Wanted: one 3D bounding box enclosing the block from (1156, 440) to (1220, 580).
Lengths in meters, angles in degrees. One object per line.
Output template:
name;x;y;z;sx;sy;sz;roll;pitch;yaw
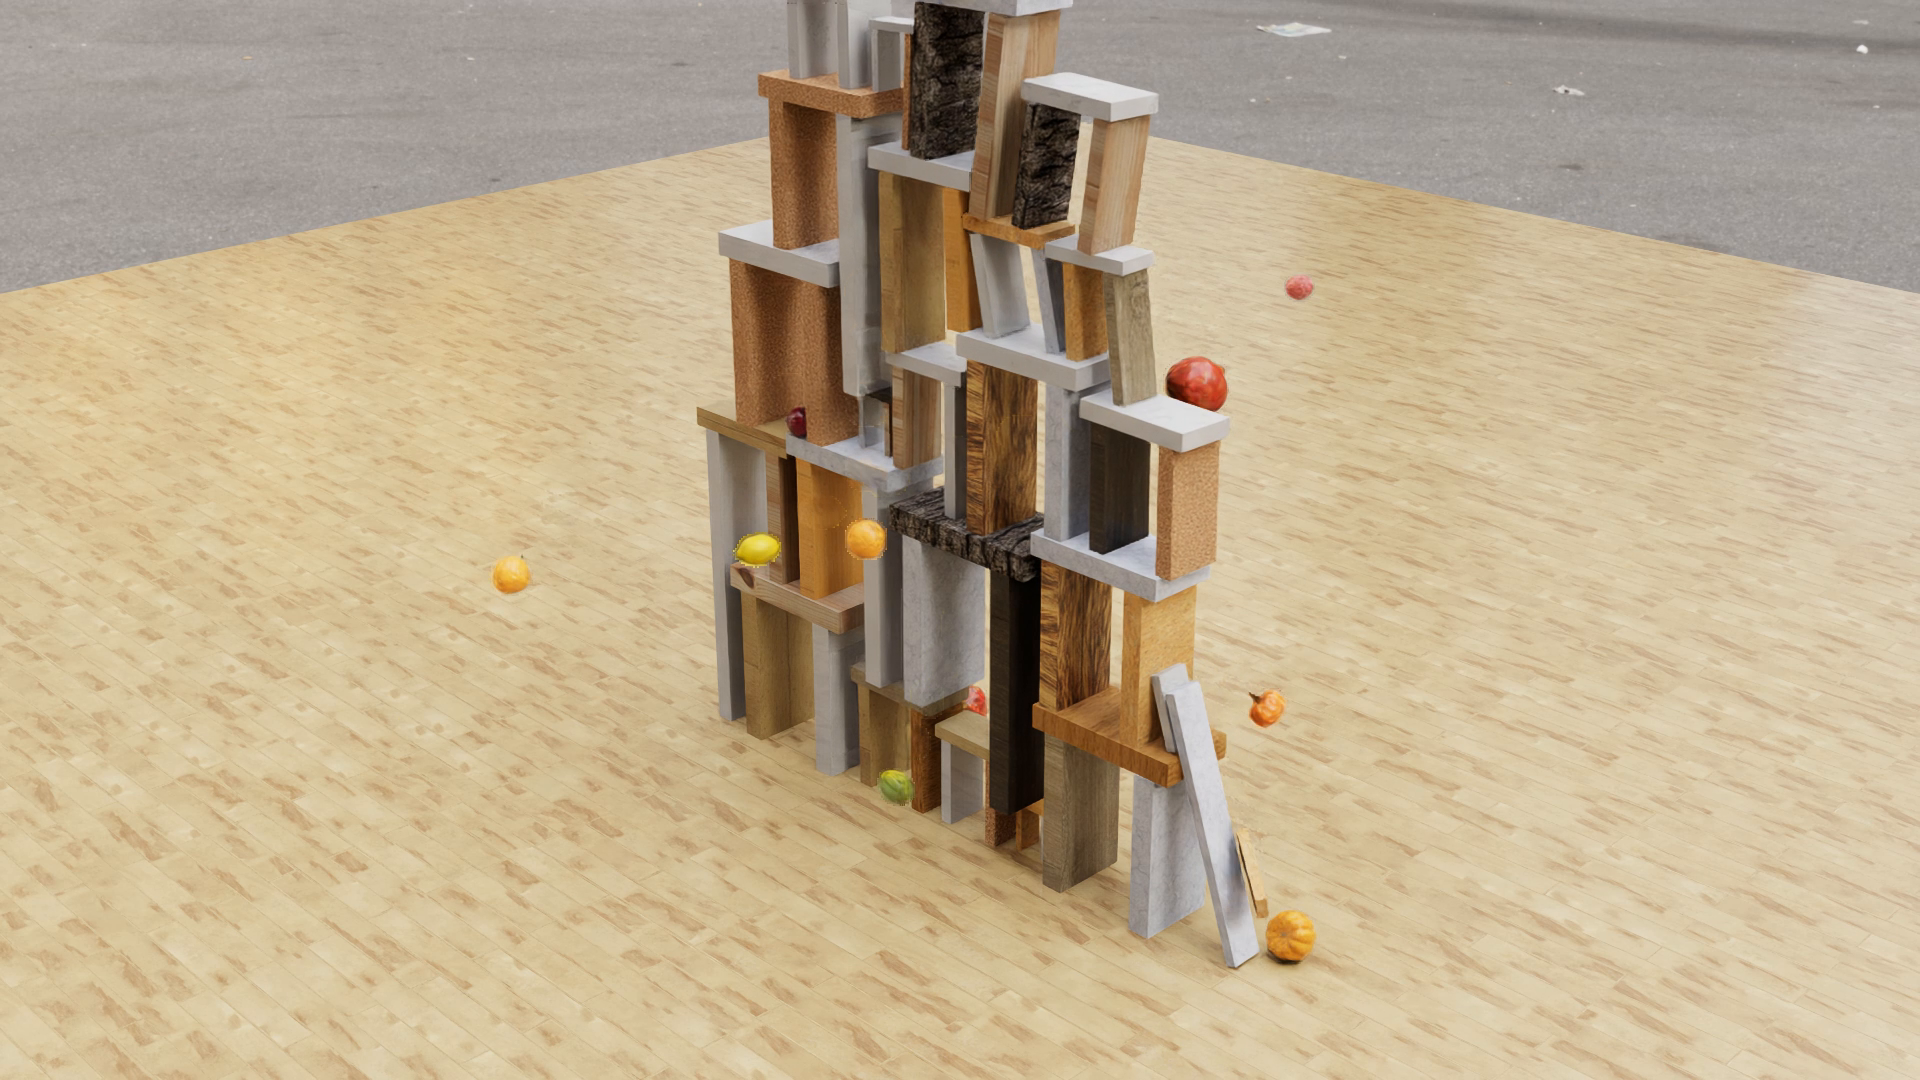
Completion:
block;0.391;-0.061;3.771;0.120;0.240;0.034;-20;30;-39

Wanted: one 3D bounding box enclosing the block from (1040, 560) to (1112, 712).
block;0.214;0.156;4.056;0.148;0.297;0.042;-21;31;-41

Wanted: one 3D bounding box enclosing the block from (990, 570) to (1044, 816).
block;0.137;0.267;4.194;0.178;0.501;0.050;-21;31;-41

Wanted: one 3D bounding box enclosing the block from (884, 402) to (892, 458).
block;-0.121;-0.221;4.264;0.056;0.112;0.016;-21;31;-39

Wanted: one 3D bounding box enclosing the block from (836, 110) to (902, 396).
block;-0.160;-0.547;4.160;0.145;0.539;0.041;-21;31;-40

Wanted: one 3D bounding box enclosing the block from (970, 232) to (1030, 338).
block;0.073;-0.464;3.937;0.093;0.185;0.026;-23;21;-40

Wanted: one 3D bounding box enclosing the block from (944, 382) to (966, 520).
block;0.017;-0.180;4.133;0.029;0.268;0.102;21;31;41

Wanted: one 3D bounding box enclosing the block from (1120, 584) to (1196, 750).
block;0.354;0.210;3.927;0.149;0.297;0.042;-21;31;-40

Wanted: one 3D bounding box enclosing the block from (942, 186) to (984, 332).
block;0.032;-0.517;3.971;0.037;0.261;0.131;19;30;41

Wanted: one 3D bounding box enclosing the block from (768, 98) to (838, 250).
block;-0.295;-0.716;4.238;0.145;0.290;0.041;-21;31;-40

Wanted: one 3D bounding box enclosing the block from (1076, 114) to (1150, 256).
block;0.258;-0.602;3.694;0.031;0.233;0.109;30;36;36

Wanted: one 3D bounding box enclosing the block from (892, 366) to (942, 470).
block;-0.082;-0.245;4.205;0.029;0.203;0.102;22;31;40

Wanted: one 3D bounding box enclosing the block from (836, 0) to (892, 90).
block;-0.173;-0.935;4.008;0.106;0.212;0.030;-21;31;-40

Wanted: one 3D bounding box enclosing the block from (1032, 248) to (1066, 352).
block;0.175;-0.430;3.858;0.026;0.185;0.093;3;21;36

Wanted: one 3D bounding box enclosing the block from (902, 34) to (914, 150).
block;-0.077;-0.811;3.963;0.055;0.207;0.016;-19;31;-41

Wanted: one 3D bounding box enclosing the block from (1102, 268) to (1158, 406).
block;0.291;-0.353;3.766;0.086;0.230;0.024;-21;22;-39

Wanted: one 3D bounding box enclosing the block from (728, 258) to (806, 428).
block;-0.383;-0.417;4.468;0.165;0.347;0.047;-21;31;-40

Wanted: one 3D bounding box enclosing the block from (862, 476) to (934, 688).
block;-0.121;0.073;4.372;0.150;0.428;0.043;-21;31;-40

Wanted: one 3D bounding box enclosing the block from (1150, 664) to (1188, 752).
block;0.385;0.299;3.917;0.072;0.143;0.020;-21;13;-40

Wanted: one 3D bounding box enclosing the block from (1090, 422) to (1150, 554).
block;0.282;-0.106;3.876;0.120;0.240;0.034;-21;30;-40

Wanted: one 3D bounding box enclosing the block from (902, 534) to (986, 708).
block;-0.030;0.134;4.322;0.050;0.355;0.178;21;31;40

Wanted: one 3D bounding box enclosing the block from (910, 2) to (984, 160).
block;-0.022;-0.823;3.908;0.136;0.273;0.039;-20;33;-41

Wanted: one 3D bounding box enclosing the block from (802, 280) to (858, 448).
block;-0.228;-0.363;4.321;0.165;0.330;0.047;-21;31;-40

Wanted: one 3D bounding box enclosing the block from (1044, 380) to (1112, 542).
block;0.216;-0.155;3.928;0.041;0.291;0.145;21;31;41

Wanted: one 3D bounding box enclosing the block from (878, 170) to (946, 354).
block;-0.088;-0.529;4.099;0.131;0.342;0.037;-21;30;-40

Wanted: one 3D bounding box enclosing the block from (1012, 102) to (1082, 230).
block;0.150;-0.651;3.785;0.109;0.219;0.031;-20;38;-40

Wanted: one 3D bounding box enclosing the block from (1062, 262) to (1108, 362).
block;0.220;-0.405;3.817;0.086;0.173;0.024;-21;27;-40

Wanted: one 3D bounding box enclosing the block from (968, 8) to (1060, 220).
block;0.093;-0.742;3.817;0.136;0.359;0.039;-21;39;-40

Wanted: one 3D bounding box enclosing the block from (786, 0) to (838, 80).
block;-0.272;-0.974;4.101;0.106;0.211;0.030;-21;31;-40

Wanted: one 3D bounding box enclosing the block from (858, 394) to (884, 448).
block;-0.173;-0.241;4.313;0.056;0.112;0.016;-21;31;-40

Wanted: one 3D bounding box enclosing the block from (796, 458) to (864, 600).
block;-0.259;-0.042;4.480;0.043;0.301;0.150;21;31;41

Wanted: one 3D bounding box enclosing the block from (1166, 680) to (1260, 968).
block;0.452;0.508;3.927;0.072;0.517;0.020;-22;12;-41

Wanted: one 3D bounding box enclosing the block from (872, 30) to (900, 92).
block;-0.134;-0.872;3.987;0.055;0.111;0.016;-21;31;-39

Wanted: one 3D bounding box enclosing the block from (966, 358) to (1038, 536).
block;0.078;-0.187;4.063;0.145;0.337;0.041;-21;31;-41
